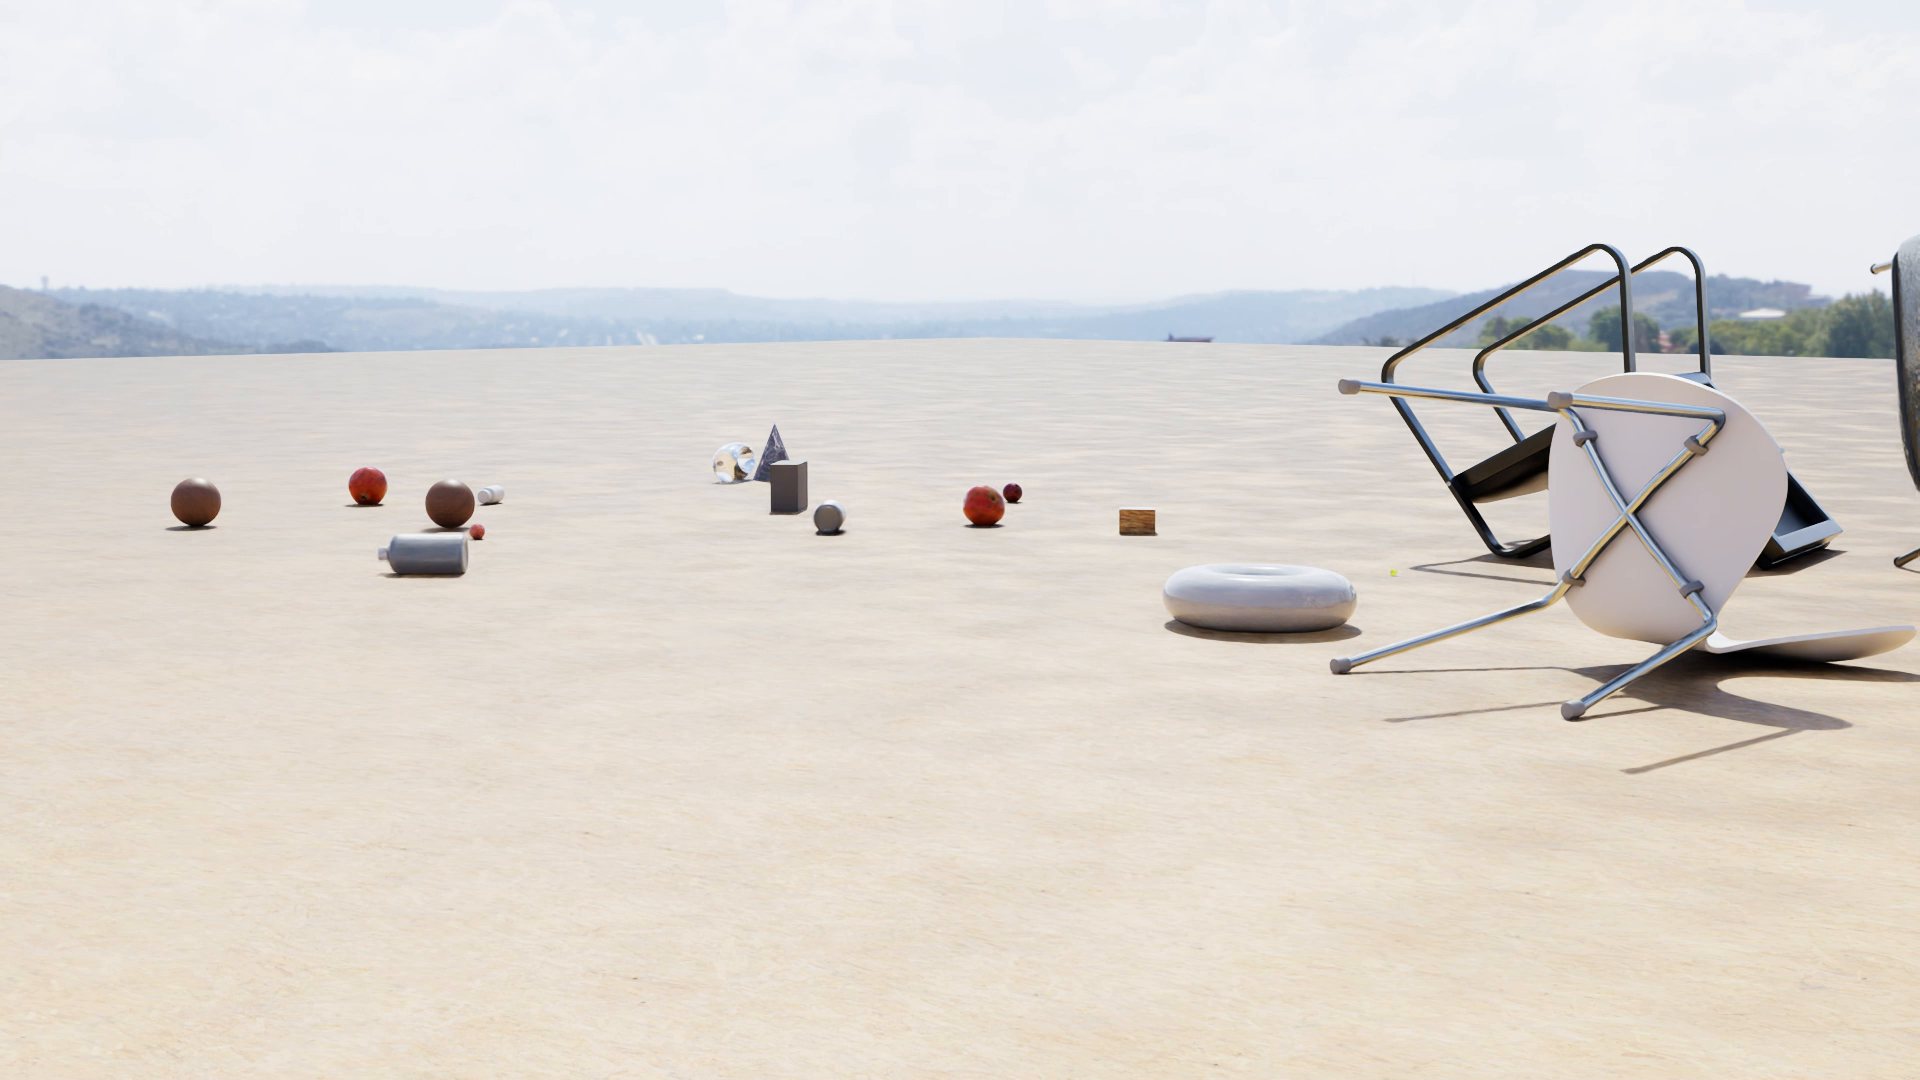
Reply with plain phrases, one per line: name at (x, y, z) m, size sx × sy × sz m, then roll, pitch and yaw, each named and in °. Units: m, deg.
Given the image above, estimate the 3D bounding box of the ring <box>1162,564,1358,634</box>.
ring at (0.565, 0.109, 4.847) m, size 0.353 × 0.106 × 0.387 m, roll -3°, pitch 6°, yaw -35°

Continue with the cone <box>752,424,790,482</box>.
cone at (-0.600, -0.288, 8.305) m, size 0.133 × 0.185 × 0.157 m, roll 5°, pitch 8°, yaw 40°

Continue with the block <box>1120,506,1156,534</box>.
block at (0.456, -0.050, 6.590) m, size 0.092 × 0.063 × 0.064 m, roll 1°, pitch 6°, yaw 6°

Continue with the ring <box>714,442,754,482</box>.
ring at (-0.728, -0.251, 8.268) m, size 0.085 × 0.123 × 0.240 m, roll -13°, pitch 8°, yaw 17°

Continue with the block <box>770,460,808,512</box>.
block at (-0.483, -0.153, 7.260) m, size 0.078 × 0.131 × 0.154 m, roll 1°, pitch 6°, yaw 7°
